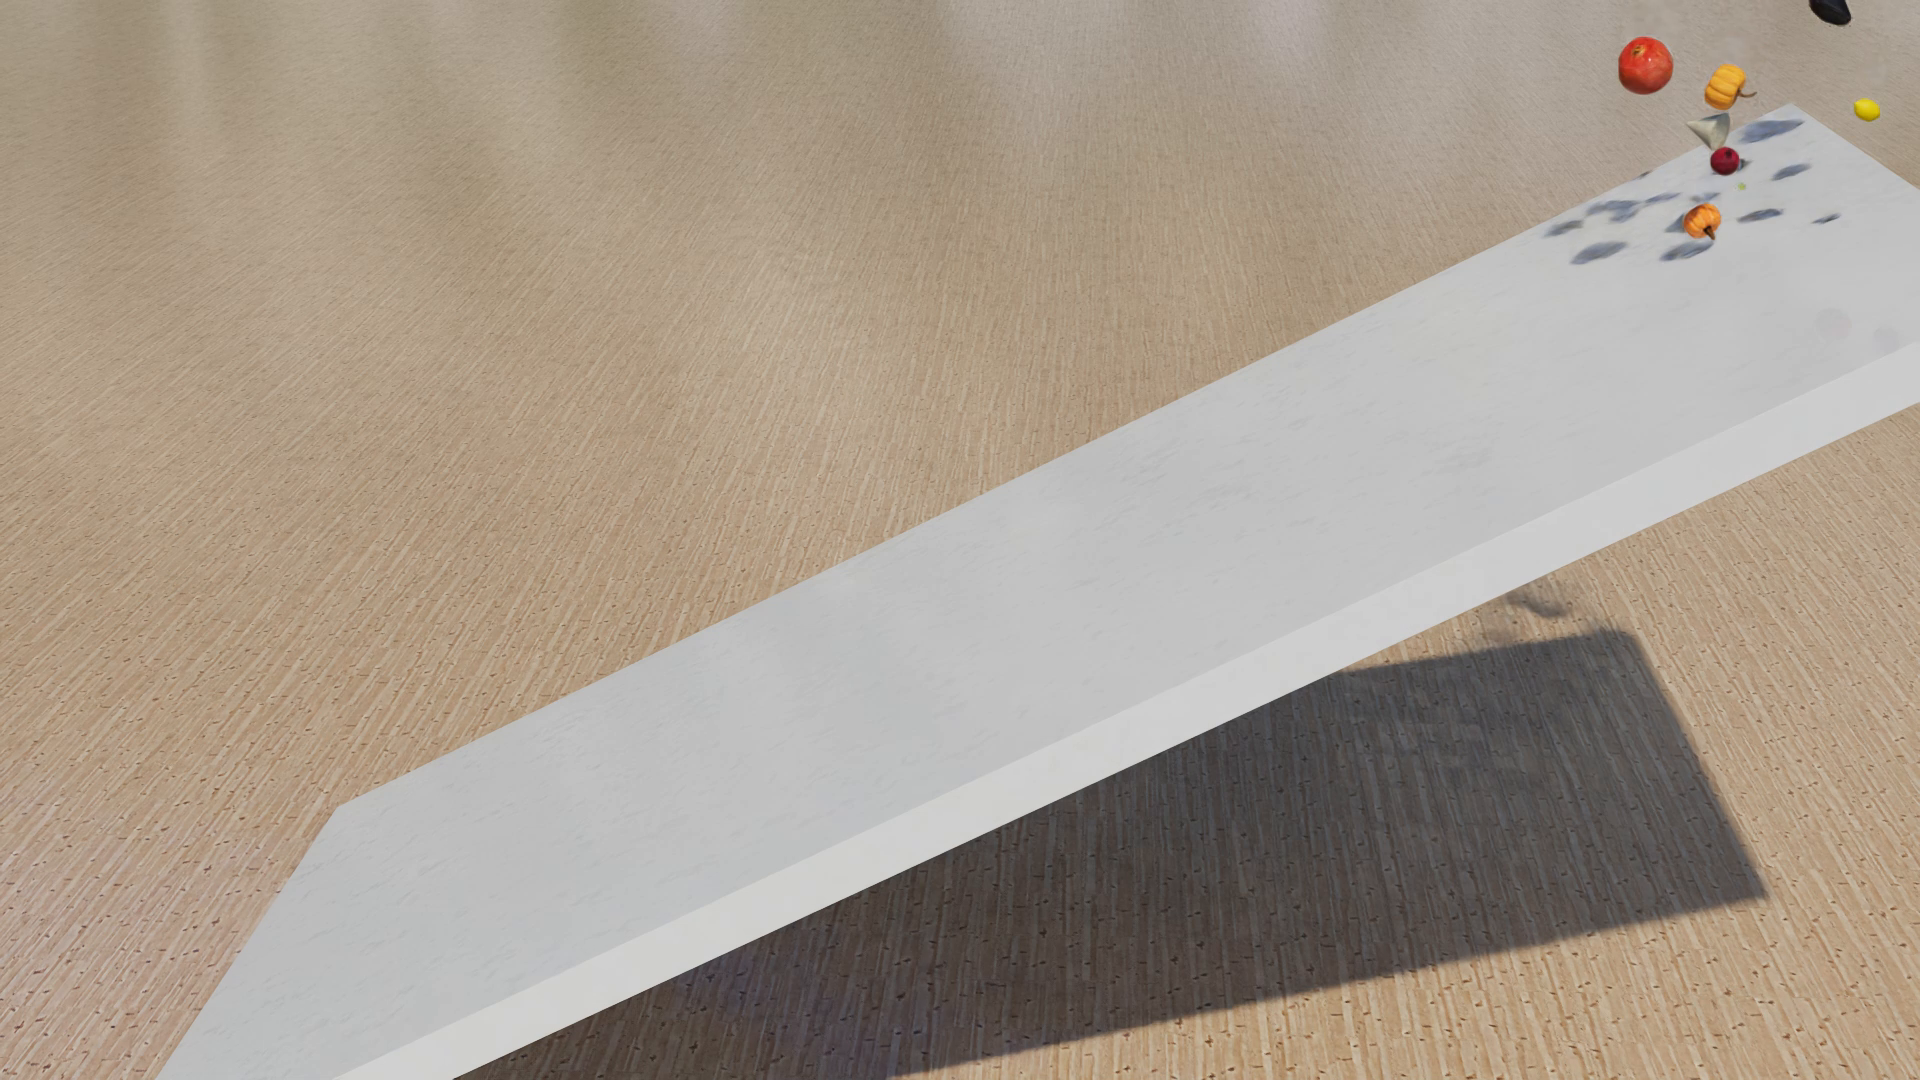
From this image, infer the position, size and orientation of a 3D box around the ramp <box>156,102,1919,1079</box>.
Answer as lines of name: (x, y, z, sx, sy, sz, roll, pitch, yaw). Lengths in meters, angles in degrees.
ramp: (0.140, 0.167, 6.281, 4.000, 0.100, 2.000, -26, 14, 10)
